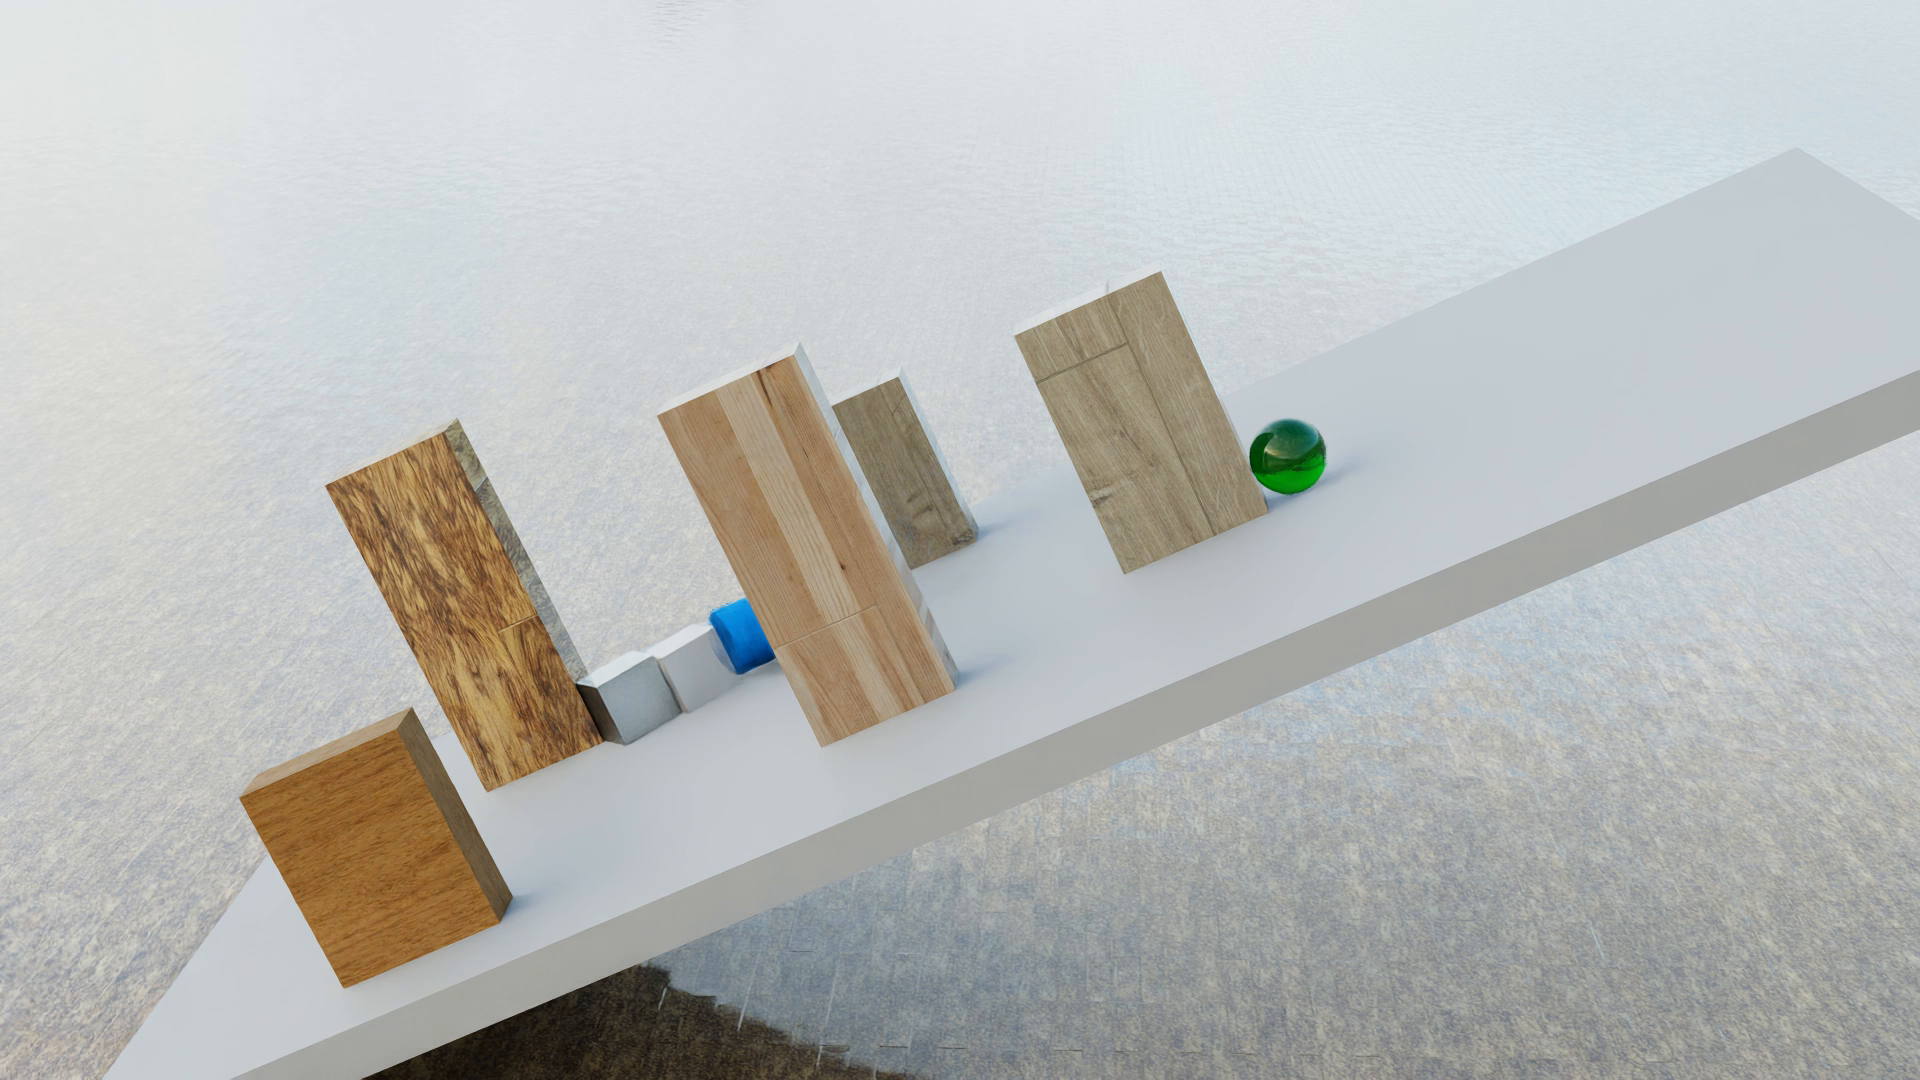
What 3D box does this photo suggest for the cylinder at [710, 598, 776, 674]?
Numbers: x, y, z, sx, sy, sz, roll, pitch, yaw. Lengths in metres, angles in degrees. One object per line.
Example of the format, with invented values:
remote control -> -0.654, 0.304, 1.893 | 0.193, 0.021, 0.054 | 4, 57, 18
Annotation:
cylinder -> -0.459, 0.203, 6.635 | 0.155, 0.155, 0.155 | -24, 23, -18

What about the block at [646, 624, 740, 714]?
block -> -0.610, 0.291, 6.655 | 0.142, 0.142, 0.142 | -31, 14, -22

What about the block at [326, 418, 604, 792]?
block -> -1.109, 0.150, 6.685 | 0.302, 0.795, 0.139 | -23, 13, 9

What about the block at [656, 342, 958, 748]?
block -> -0.295, 0.012, 5.817 | 0.296, 0.744, 0.123 | -23, 13, 9

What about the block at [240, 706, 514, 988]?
block -> -1.140, 0.603, 5.759 | 0.346, 0.436, 0.134 | -23, 13, 9

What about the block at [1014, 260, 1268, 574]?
block -> 0.373, -0.251, 6.037 | 0.324, 0.549, 0.127 | -23, 13, 9

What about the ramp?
ramp -> 0.134, 0.169, 6.283 | 4.000, 0.100, 2.000 | -23, 13, 9

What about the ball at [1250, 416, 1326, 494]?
ball -> 0.674, -0.174, 6.043 | 0.159, 0.159, 0.159 | 0, 15, 0

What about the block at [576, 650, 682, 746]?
block -> -0.747, 0.356, 6.637 | 0.151, 0.151, 0.151 | -31, 14, -22

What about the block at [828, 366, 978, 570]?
block -> -0.170, -0.150, 6.915 | 0.266, 0.434, 0.120 | -23, 13, 9
